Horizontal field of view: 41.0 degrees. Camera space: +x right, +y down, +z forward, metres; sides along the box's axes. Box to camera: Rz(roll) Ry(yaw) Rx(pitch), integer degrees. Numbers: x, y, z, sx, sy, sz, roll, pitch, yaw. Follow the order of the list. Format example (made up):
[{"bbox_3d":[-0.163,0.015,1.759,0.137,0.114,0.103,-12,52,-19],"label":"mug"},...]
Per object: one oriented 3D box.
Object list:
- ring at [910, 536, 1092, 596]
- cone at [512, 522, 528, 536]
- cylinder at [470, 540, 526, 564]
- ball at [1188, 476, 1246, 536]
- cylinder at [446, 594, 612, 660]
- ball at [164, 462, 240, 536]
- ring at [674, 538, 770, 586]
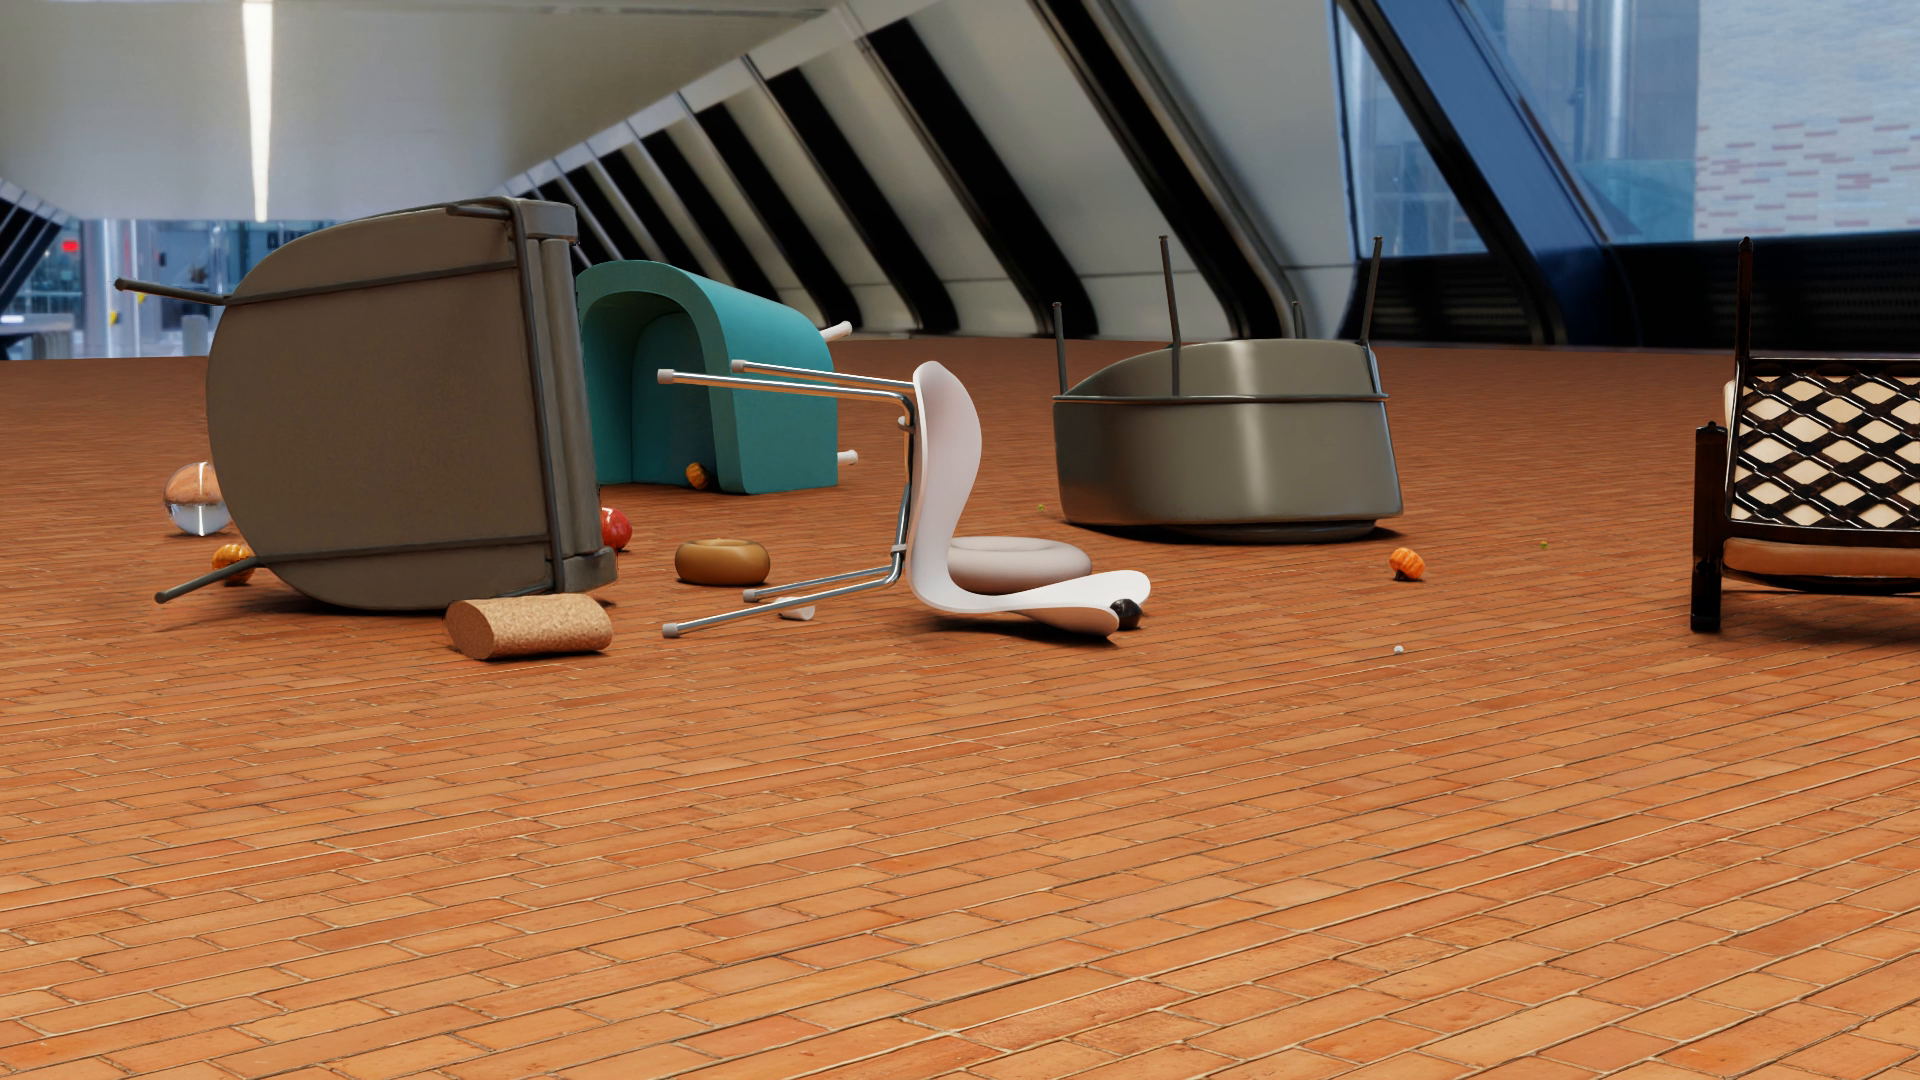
[{"bbox_3d":[0.086,0.054,5.452,0.354,0.092,0.490,-4,7,-27],"label":"ring"},{"bbox_3d":[-1.109,-0.020,6.527,0.049,0.034,0.049,-2,25,-38],"label":"cone"},{"bbox_3d":[-1.066,0.027,5.919,0.118,0.046,0.121,-7,4,-16],"label":"cylinder"},{"bbox_3d":[0.652,-0.085,6.505,0.150,0.150,0.150,0,6,0],"label":"ball"},{"bbox_3d":[-0.756,0.150,4.493,0.217,0.094,0.235,-4,11,-31],"label":"cylinder"},{"bbox_3d":[-1.928,-0.105,6.520,0.186,0.186,0.186,0,6,0],"label":"ball"},{"bbox_3d":[-0.512,0.049,5.522,0.249,0.088,0.161,4,9,42],"label":"ring"}]
